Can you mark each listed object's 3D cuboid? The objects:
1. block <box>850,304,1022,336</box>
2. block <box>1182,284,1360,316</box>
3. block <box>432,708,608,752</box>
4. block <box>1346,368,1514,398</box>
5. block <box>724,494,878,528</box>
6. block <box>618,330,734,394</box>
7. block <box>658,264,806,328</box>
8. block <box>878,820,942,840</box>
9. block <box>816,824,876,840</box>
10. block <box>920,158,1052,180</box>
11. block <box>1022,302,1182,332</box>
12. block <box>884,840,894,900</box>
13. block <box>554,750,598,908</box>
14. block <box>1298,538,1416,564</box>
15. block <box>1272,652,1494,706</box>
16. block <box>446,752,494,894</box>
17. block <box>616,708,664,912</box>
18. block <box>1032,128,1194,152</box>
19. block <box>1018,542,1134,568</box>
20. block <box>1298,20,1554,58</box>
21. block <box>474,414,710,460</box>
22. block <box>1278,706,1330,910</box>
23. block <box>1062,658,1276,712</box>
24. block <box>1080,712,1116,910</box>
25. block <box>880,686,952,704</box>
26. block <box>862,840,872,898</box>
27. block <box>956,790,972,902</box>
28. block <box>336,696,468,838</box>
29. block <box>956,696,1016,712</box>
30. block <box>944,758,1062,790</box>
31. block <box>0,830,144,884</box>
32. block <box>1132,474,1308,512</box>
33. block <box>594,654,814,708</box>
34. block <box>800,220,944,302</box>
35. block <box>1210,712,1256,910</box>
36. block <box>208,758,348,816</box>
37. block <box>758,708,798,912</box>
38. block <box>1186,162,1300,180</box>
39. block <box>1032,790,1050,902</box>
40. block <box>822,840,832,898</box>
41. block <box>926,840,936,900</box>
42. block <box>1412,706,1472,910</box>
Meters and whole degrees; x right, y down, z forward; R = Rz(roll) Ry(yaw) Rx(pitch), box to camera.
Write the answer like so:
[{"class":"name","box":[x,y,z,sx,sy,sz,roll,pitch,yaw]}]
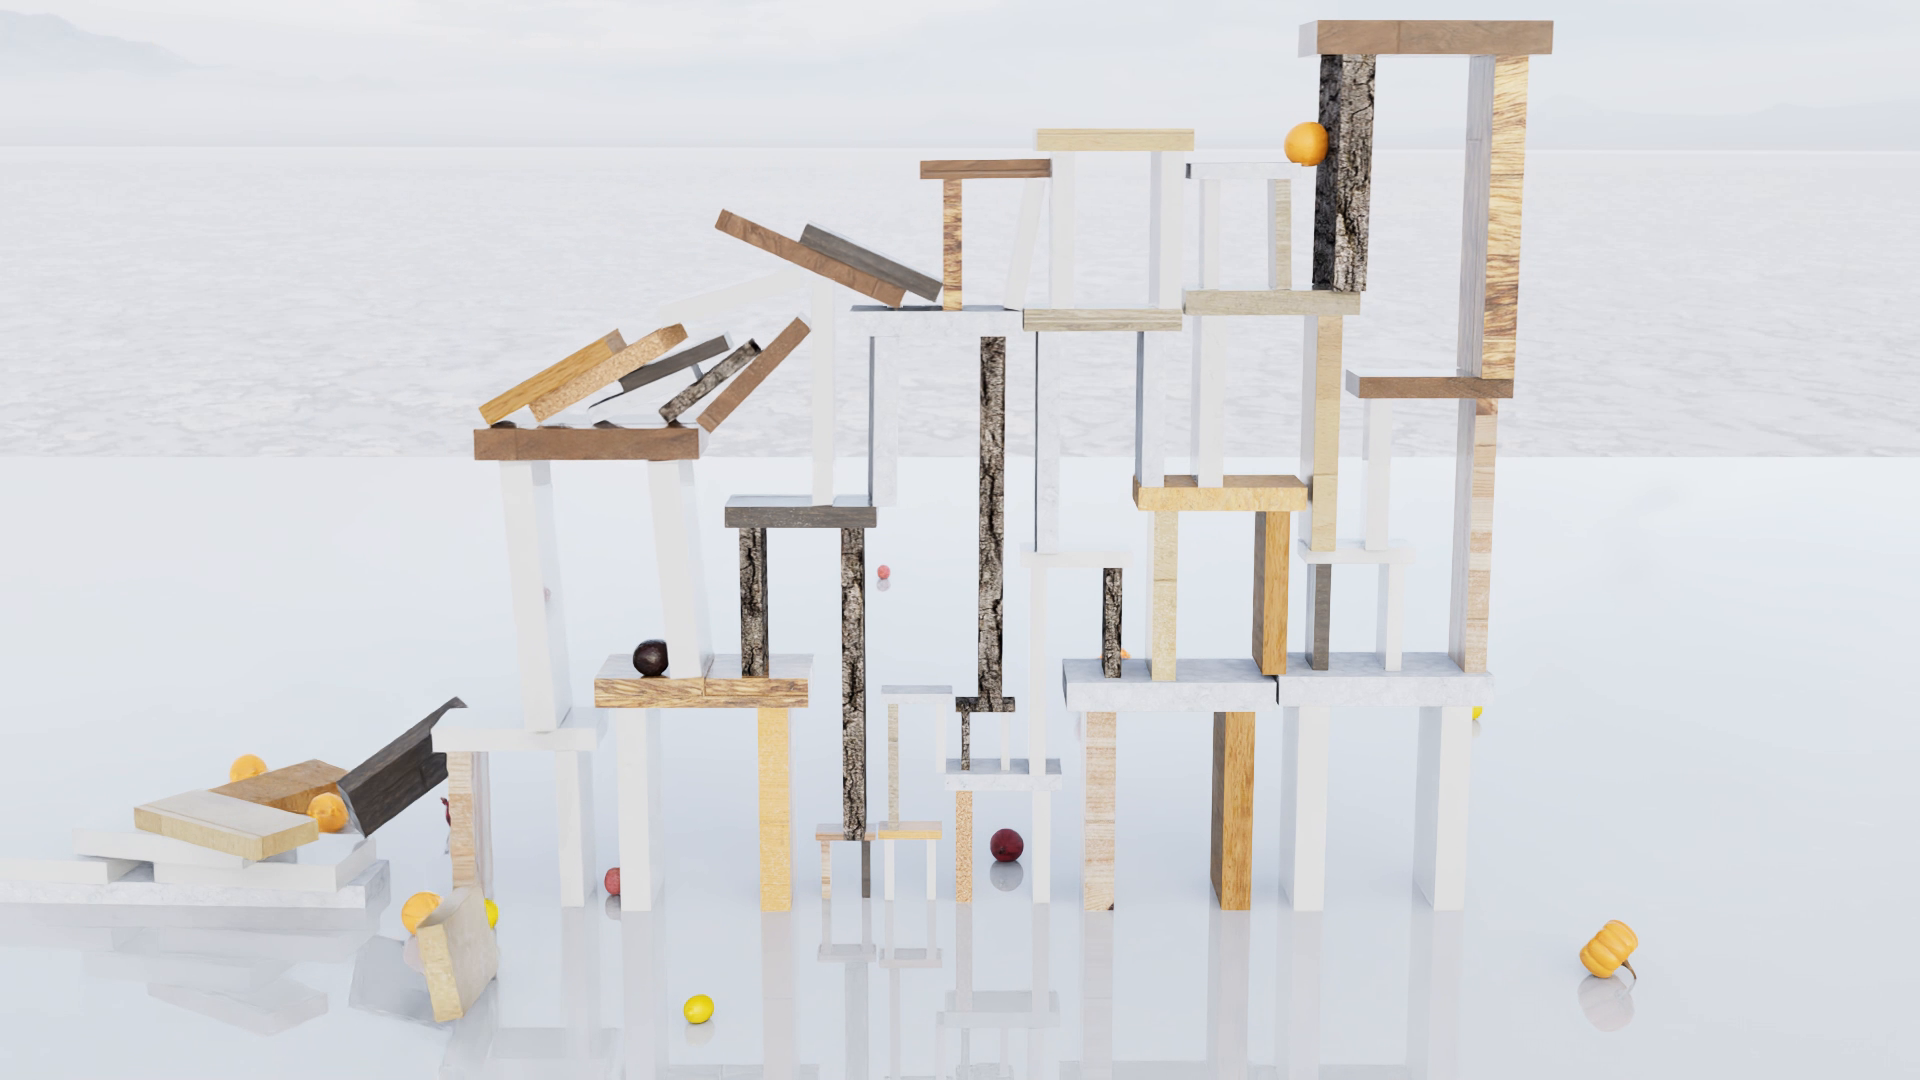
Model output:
[{"class":"block","box":[-0.038,-0.349,3.496,0.270,0.038,0.135,0,11,0]},{"class":"block","box":[0.487,-0.381,3.490,0.272,0.039,0.136,0,11,0]},{"class":"block","box":[-0.721,0.311,3.618,0.265,0.037,0.132,0,11,-1]},{"class":"block","box":[0.749,-0.251,3.517,0.243,0.034,0.122,0,11,0]},{"class":"block","box":[-0.253,-0.047,3.546,0.241,0.034,0.121,0,11,-1]},{"class":"block","box":[-0.452,-0.286,3.515,0.181,0.026,0.090,-22,10,3]},{"class":"block","box":[-0.360,-0.388,3.474,0.230,0.033,0.115,-16,12,-2]},{"class":"block","box":[-0.082,0.481,3.645,0.104,0.015,0.052,0,11,0]},{"class":"block","box":[-0.189,0.485,3.654,0.099,0.014,0.049,0,11,0]},{"class":"block","box":[0.039,-0.584,3.457,0.203,0.029,0.102,-1,11,0]},{"class":"block","box":[0.223,-0.354,3.492,0.247,0.035,0.123,0,11,-1]},{"class":"block","box":[-0.117,0.539,3.656,0.015,0.104,0.052,0,11,0]},{"class":"block","box":[-0.636,0.460,3.646,0.037,0.265,0.132,-1,11,0]},{"class":"block","box":[0.642,0.018,3.567,0.176,0.025,0.088,0,11,0]},{"class":"block","box":[0.683,0.227,3.606,0.344,0.049,0.172,0,11,0]},{"class":"block","box":[-0.812,0.459,3.648,0.037,0.265,0.132,0,11,0]},{"class":"block","box":[-0.529,0.422,3.639,0.048,0.342,0.171,0,11,0]},{"class":"block","box":[0.238,-0.626,3.441,0.242,0.034,0.121,0,11,-1]},{"class":"block","box":[0.187,0.023,3.560,0.182,0.026,0.091,0,11,0]},{"class":"block","box":[0.720,-0.778,3.421,0.358,0.051,0.179,0,11,0]},{"class":"block","box":[-0.586,-0.166,3.526,0.351,0.050,0.175,0,11,-1]},{"class":"block","box":[0.569,0.420,3.642,0.049,0.344,0.172,0,11,0]},{"class":"block","box":[0.339,0.237,3.607,0.335,0.047,0.167,0,11,0]},{"class":"block","box":[0.227,0.425,3.642,0.047,0.335,0.167,0,11,0]},{"class":"block","box":[-0.071,0.253,3.603,0.116,0.016,0.058,0,11,0]},{"class":"block","box":[-0.156,0.541,3.664,0.014,0.099,0.049,0,11,0]},{"class":"block","box":[0.007,0.495,3.656,0.027,0.192,0.096,0,11,0]},{"class":"block","box":[-0.927,0.382,3.714,0.035,0.124,0.247,34,57,30]},{"class":"block","box":[0.042,0.271,3.615,0.098,0.014,0.049,0,11,0]},{"class":"block","box":[0.071,0.387,3.636,0.192,0.027,0.096,0,11,0]},{"class":"block","box":[-1.518,0.530,3.679,0.268,0.038,0.134,1,11,8]},{"class":"block","box":[0.416,-0.076,3.546,0.266,0.038,0.133,0,11,0]},{"class":"block","box":[-0.414,0.230,3.603,0.342,0.048,0.171,0,11,0]},{"class":"block","box":[-0.140,-0.441,3.476,0.231,0.033,0.116,23,9,-6]},{"class":"block","box":[0.451,0.425,3.642,0.047,0.335,0.167,0,11,0]},{"class":"block","box":[-1.293,0.483,4.072,0.158,0.045,0.316,10,18,43]},{"class":"block","box":[-0.301,0.422,3.639,0.048,0.342,0.171,0,11,0]},{"class":"block","box":[0.444,-0.580,3.455,0.170,0.024,0.085,0,11,0]},{"class":"block","box":[0.135,0.495,3.656,0.027,0.192,0.096,0,11,0]},{"class":"block","box":[-0.222,0.541,3.664,0.014,0.099,0.050,0,11,0]},{"class":"block","box":[-0.048,0.539,3.656,0.015,0.104,0.052,0,11,0]},{"class":"block","box":[0.798,0.420,3.642,0.049,0.344,0.172,0,11,0]}]
